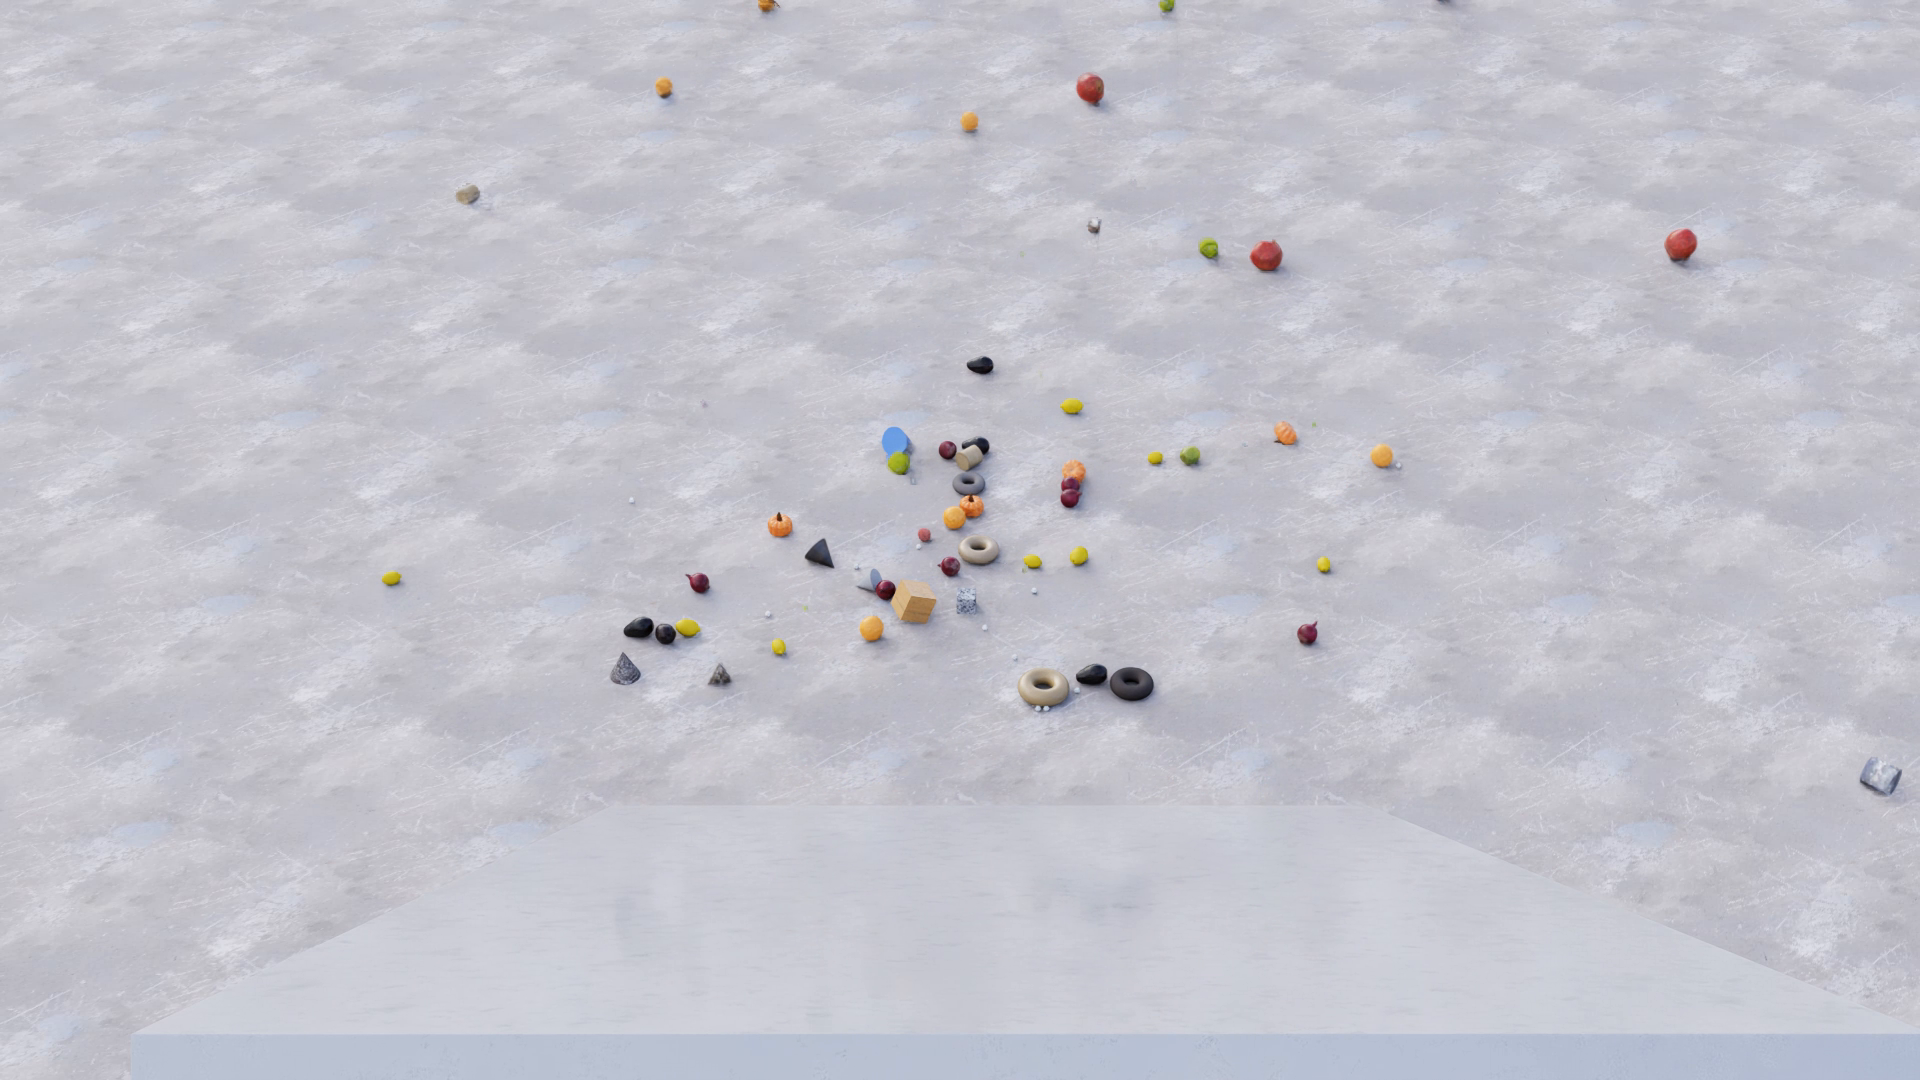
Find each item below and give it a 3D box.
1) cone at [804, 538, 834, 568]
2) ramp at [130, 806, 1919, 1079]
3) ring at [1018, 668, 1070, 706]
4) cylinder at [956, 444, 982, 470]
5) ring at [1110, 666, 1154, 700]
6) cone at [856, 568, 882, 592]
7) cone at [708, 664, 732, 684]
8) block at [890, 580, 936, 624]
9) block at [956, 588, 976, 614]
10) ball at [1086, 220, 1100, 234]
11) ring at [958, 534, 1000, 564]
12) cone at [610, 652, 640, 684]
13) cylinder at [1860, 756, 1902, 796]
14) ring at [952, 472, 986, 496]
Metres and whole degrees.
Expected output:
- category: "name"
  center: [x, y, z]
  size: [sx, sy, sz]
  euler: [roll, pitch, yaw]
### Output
- category: "cone"
  center: [-0.409, 0.056, 7.871]
  size: [0.087, 0.087, 0.087]
  euler: [45, 50, 11]
- category: "ramp"
  center: [0.079, 0.676, 4.884]
  size: [2.000, 0.100, 4.000]
  euler: [0, -2, 0]
- category: "ring"
  center: [0.236, 0.417, 7.368]
  size: [0.148, 0.049, 0.148]
  euler: [1, 36, -1]
- category: "cylinder"
  center: [0.029, -0.262, 8.289]
  size: [0.063, 0.063, 0.063]
  euler: [-30, 45, -33]
- category: "ring"
  center: [0.488, 0.408, 7.387]
  size: [0.125, 0.042, 0.125]
  euler: [1, 37, -1]
- category: "cone"
  center: [-0.281, 0.130, 7.775]
  size: [0.074, 0.074, 0.074]
  euler: [-16, 29, 26]
- category: "cone"
  center: [-0.695, 0.396, 7.414]
  size: [0.064, 0.064, 0.064]
  euler: [-34, 41, 0]
- category: "block"
  center: [-0.136, 0.180, 7.638]
  size: [0.087, 0.087, 0.087]
  euler: [9, 29, -30]
- category: "block"
  center: [0.019, 0.180, 7.688]
  size: [0.055, 0.055, 0.055]
  euler: [2, 36, 3]
- category: "ball"
  center: [0.489, -1.148, 9.513]
  size: [0.050, 0.050, 0.050]
  euler: [0, 36, 0]
- category: "ring"
  center: [0.057, 0.029, 7.907]
  size: [0.126, 0.042, 0.126]
  euler: [0, 35, 0]
- category: "cone"
  center: [-0.959, 0.352, 7.424]
  size: [0.088, 0.088, 0.088]
  euler: [0, 36, 0]
- category: "cylinder"
  center: [2.493, 0.638, 7.039]
  size: [0.079, 0.079, 0.079]
  euler: [29, 45, 34]
- category: "ring"
  center: [0.028, -0.178, 8.197]
  size: [0.104, 0.035, 0.104]
  euler: [-1, 37, 0]
